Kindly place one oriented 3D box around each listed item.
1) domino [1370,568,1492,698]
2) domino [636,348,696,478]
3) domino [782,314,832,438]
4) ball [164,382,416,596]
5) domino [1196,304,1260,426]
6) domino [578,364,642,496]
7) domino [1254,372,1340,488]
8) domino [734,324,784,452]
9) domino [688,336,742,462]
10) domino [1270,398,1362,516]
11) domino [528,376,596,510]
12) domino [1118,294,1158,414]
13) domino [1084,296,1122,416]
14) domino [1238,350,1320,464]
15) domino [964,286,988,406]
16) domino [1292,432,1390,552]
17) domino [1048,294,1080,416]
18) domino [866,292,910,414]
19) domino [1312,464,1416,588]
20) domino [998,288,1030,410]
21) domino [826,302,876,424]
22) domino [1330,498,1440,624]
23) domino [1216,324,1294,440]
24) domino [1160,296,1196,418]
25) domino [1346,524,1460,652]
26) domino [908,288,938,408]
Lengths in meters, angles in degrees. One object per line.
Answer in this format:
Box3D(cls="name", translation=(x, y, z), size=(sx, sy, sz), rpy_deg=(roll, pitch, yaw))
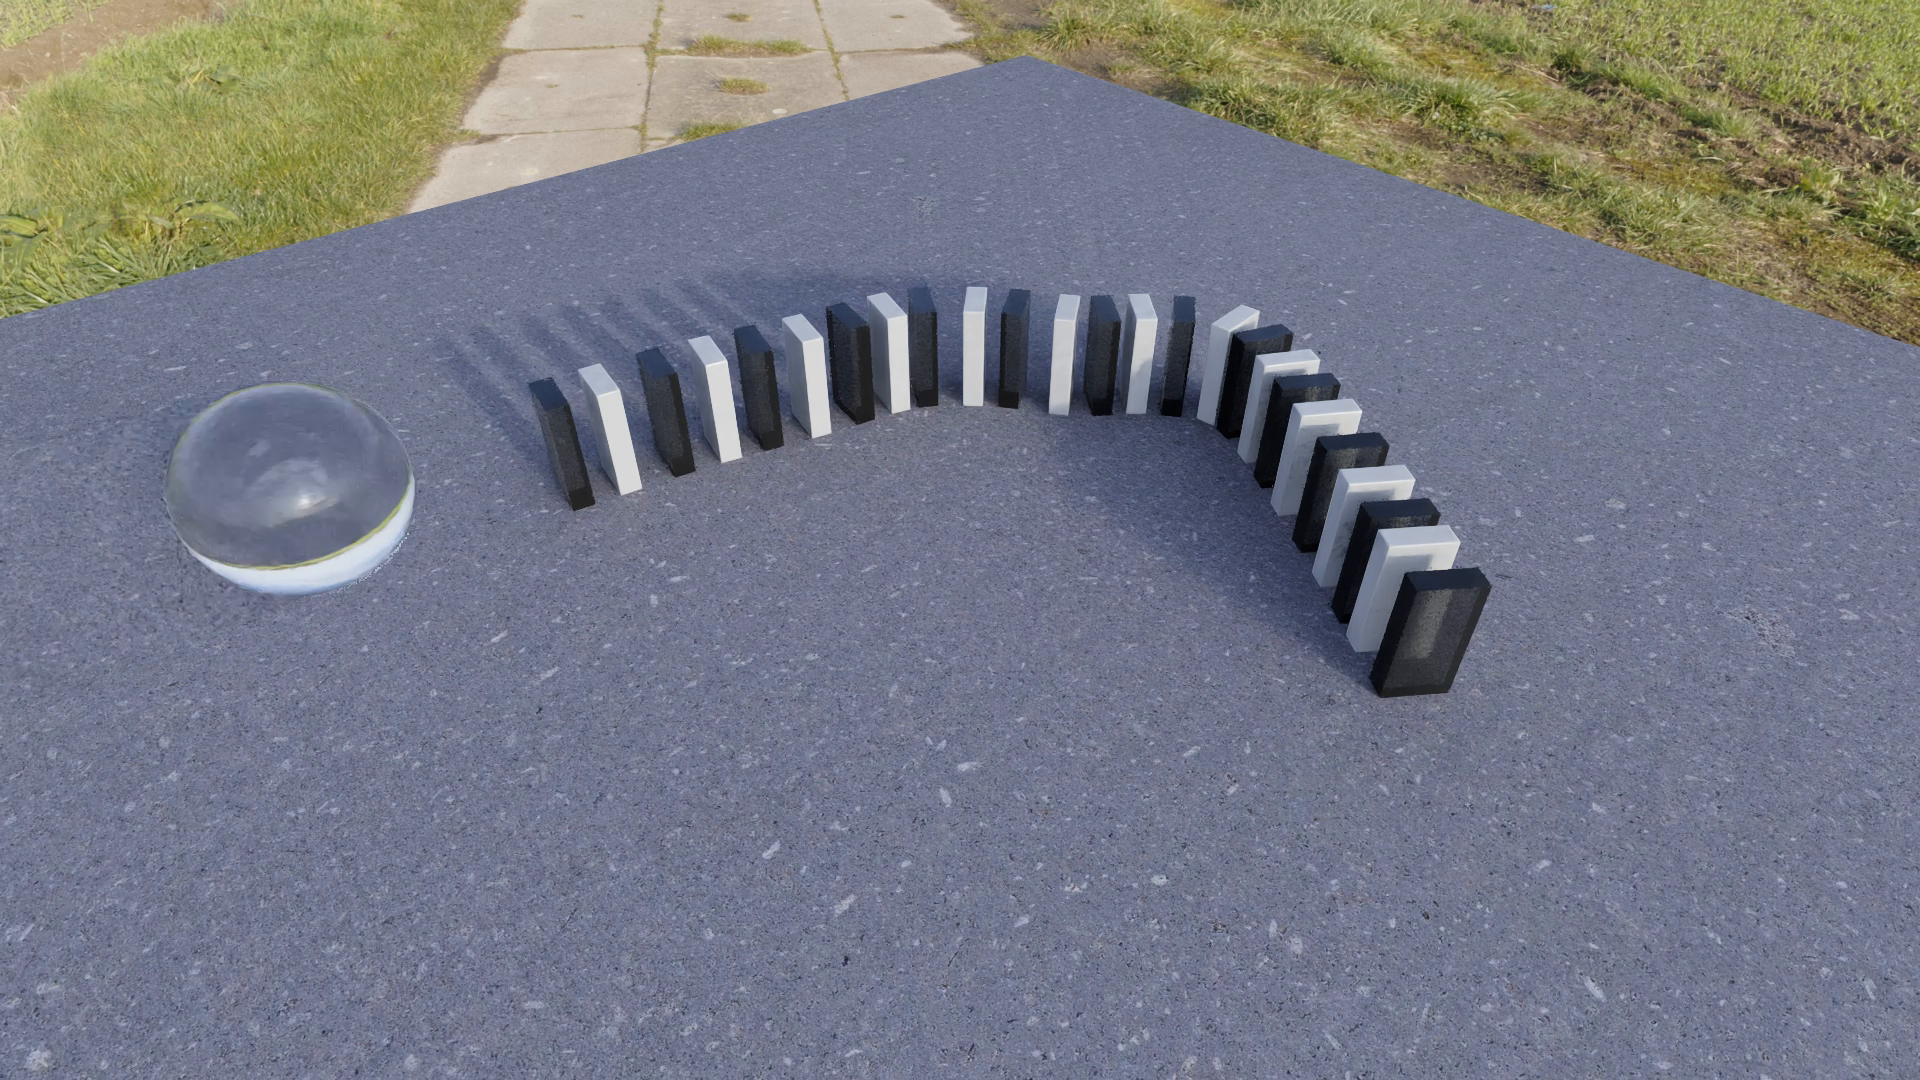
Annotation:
Box3D(cls="domino", translation=(0.158, 0.032, 0.372), size=(0.025, 0.050, 0.009), rpy_deg=(-4, 39, -4))
Box3D(cls="domino", translation=(-0.128, -0.055, 0.479), size=(0.010, 0.050, 0.025), rpy_deg=(-21, 44, -24))
Box3D(cls="domino", translation=(-0.070, -0.075, 0.502), size=(0.010, 0.050, 0.025), rpy_deg=(-19, 43, -22))
Box3D(cls="ball", translation=(-0.248, -0.019, 0.411), size=(0.080, 0.080, 0.080), rpy_deg=(0, 39, 0))
Box3D(cls="domino", translation=(0.124, -0.081, 0.510), size=(0.009, 0.050, 0.025), rpy_deg=(30, 48, 32))
Box3D(cls="domino", translation=(-0.149, -0.047, 0.469), size=(0.009, 0.050, 0.025), rpy_deg=(-22, 44, -25))
Box3D(cls="domino", translation=(0.143, -0.046, 0.468), size=(0.025, 0.050, 0.010), rpy_deg=(-6, 40, -7))
Box3D(cls="domino", translation=(-0.090, -0.068, 0.494), size=(0.009, 0.050, 0.025), rpy_deg=(-18, 42, -20))
Box3D(cls="domino", translation=(-0.108, -0.062, 0.487), size=(0.009, 0.050, 0.025), rpy_deg=(-19, 43, -21))
Box3D(cls="domino", translation=(0.146, -0.033, 0.452), size=(0.025, 0.050, 0.009), rpy_deg=(-5, 40, -7))
Box3D(cls="domino", translation=(-0.166, -0.040, 0.460), size=(0.009, 0.050, 0.025), rpy_deg=(-22, 44, -24))
Box3D(cls="domino", translation=(0.083, -0.087, 0.518), size=(0.010, 0.050, 0.025), rpy_deg=(-1, 39, -2))
Box3D(cls="domino", translation=(0.066, -0.086, 0.517), size=(0.009, 0.050, 0.025), rpy_deg=(-3, 39, -4))
Box3D(cls="domino", translation=(0.139, -0.058, 0.482), size=(0.025, 0.050, 0.010), rpy_deg=(-8, 40, -9))
Box3D(cls="domino", translation=(0.007, -0.092, 0.524), size=(0.010, 0.050, 0.025), rpy_deg=(3, 39, 3))
Box3D(cls="domino", translation=(0.149, -0.018, 0.434), size=(0.025, 0.050, 0.009), rpy_deg=(-5, 40, -6))
Box3D(cls="domino", translation=(0.049, -0.087, 0.517), size=(0.009, 0.050, 0.025), rpy_deg=(7, 40, 8))
Box3D(cls="domino", translation=(-0.034, -0.088, 0.519), size=(0.010, 0.050, 0.025), rpy_deg=(-17, 42, -19))
Box3D(cls="domino", translation=(0.152, -0.005, 0.417), size=(0.025, 0.050, 0.010), rpy_deg=(-4, 40, -5))
Box3D(cls="domino", translation=(0.026, -0.090, 0.522), size=(0.010, 0.050, 0.025), rpy_deg=(8, 40, 9))
Box3D(cls="domino", translation=(-0.051, -0.082, 0.511), size=(0.009, 0.050, 0.025), rpy_deg=(-21, 44, -24))
Box3D(cls="domino", translation=(0.155, 0.008, 0.401), size=(0.025, 0.050, 0.010), rpy_deg=(-4, 39, -5))
Box3D(cls="domino", translation=(0.133, -0.071, 0.499), size=(0.025, 0.050, 0.009), rpy_deg=(-14, 41, -16))
Box3D(cls="domino", translation=(0.102, -0.086, 0.516), size=(0.010, 0.050, 0.025), rpy_deg=(6, 40, 7))
Box3D(cls="domino", translation=(0.156, 0.018, 0.390), size=(0.025, 0.050, 0.010), rpy_deg=(-4, 39, -5))
Box3D(cls="domino", translation=(-0.017, -0.091, 0.523), size=(0.009, 0.050, 0.025), rpy_deg=(-7, 40, -8))
